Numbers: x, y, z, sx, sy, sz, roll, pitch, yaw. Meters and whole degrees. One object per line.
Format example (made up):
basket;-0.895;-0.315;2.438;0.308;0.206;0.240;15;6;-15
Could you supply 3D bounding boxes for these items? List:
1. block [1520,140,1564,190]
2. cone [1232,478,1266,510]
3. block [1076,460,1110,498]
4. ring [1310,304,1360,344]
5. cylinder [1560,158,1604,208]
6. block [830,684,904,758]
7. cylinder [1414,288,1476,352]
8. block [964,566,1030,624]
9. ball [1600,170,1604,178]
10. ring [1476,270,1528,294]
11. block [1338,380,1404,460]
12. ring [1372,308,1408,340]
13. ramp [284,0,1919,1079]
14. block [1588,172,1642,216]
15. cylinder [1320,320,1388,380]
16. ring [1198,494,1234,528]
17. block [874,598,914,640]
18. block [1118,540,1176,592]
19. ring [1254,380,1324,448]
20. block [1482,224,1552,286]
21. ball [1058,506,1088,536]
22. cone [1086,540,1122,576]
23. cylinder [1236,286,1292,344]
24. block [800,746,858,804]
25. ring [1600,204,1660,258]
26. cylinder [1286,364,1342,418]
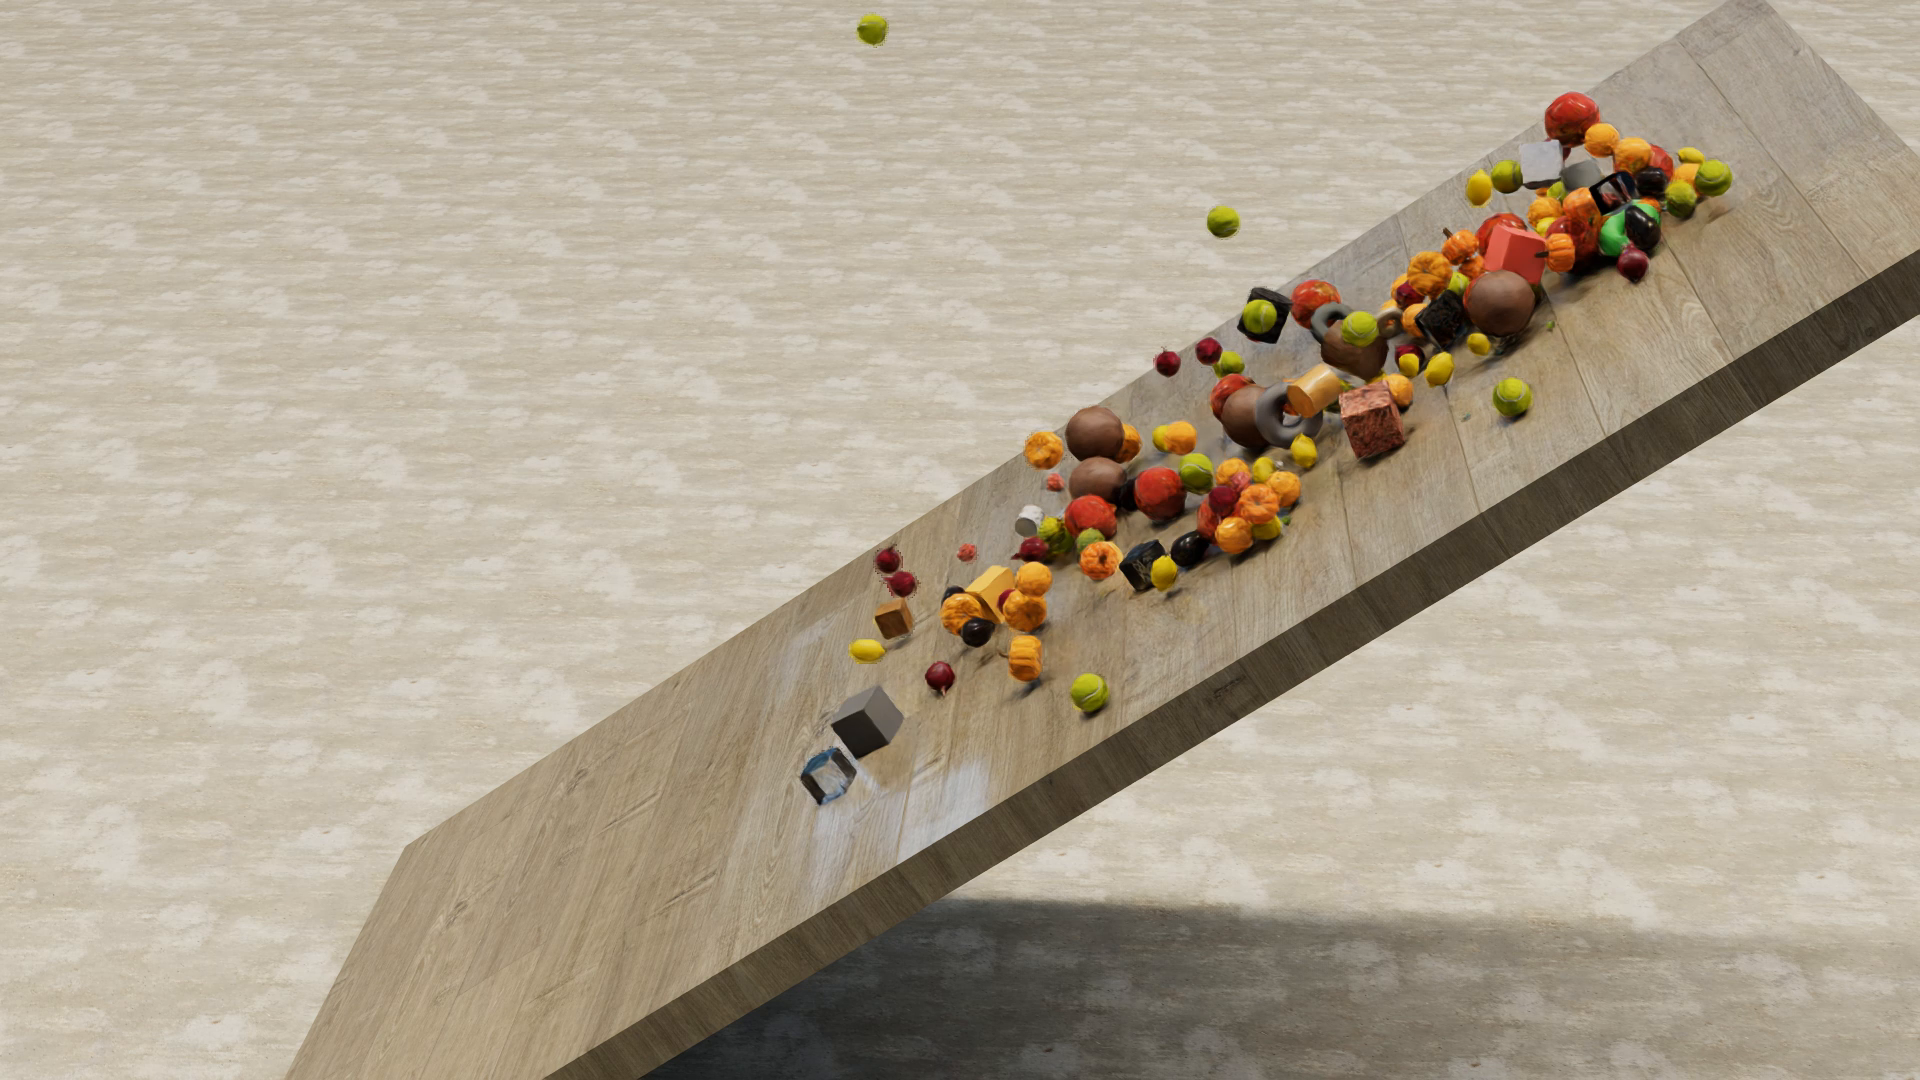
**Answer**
block;1.200;-0.773;6.060;0.080;0.080;0.080;-6;-5;17
cone;0.582;-0.092;5.866;0.065;0.065;0.065;1;20;21
block;0.299;-0.135;6.570;0.052;0.052;0.052;-31;16;19
ring;0.782;-0.447;6.135;0.104;0.104;0.035;0;-22;-1
cylinder;1.257;-0.720;5.926;0.076;0.076;0.076;-21;-3;-1
block;-0.191;0.374;6.061;0.094;0.094;0.094;-27;18;32
cylinder;0.975;-0.442;5.917;0.090;0.090;0.090;-40;26;2
block;0.079;0.116;6.249;0.085;0.085;0.085;-41;16;-17
ball;1.283;-0.733;5.986;0.055;0.055;0.055;0;21;0
ring;1.096;-0.525;5.938;0.114;0.038;0.114;-14;13;3
block;0.788;-0.231;5.634;0.096;0.096;0.096;-17;30;14
ring;0.889;-0.448;6.083;0.076;0.076;0.025;-6;41;-14
ramp;0.135;0.174;6.306;4.000;0.100;2.000;-32;16;15
block;1.257;-0.664;5.642;0.061;0.061;0.061;-33;-13;39
cylinder;0.790;-0.380;5.891;0.095;0.095;0.095;-19;35;-40
ring;0.518;-0.060;5.909;0.092;0.031;0.092;-35;12;9
block;-0.146;0.175;6.522;0.061;0.061;0.061;-18;19;16
block;0.371;0.051;5.836;0.067;0.067;0.067;-19;23;49
ring;0.661;-0.251;5.912;0.139;0.139;0.046;2;12;4
block;1.093;-0.561;5.775;0.088;0.088;0.088;10;16;-15
ball;0.244;-0.043;6.395;0.065;0.065;0.065;0;21;0
cone;0.298;0.045;6.076;0.074;0.074;0.074;1;-13;2
cylinder;0.639;-0.471;6.169;0.090;0.090;0.090;19;18;-6
block;-0.267;0.478;5.963;0.072;0.072;0.072;-27;18;31
ring;1.304;-0.602;5.726;0.128;0.043;0.128;-31;34;23
cylinder;0.700;-0.294;5.809;0.077;0.077;0.077;-36;36;-22
